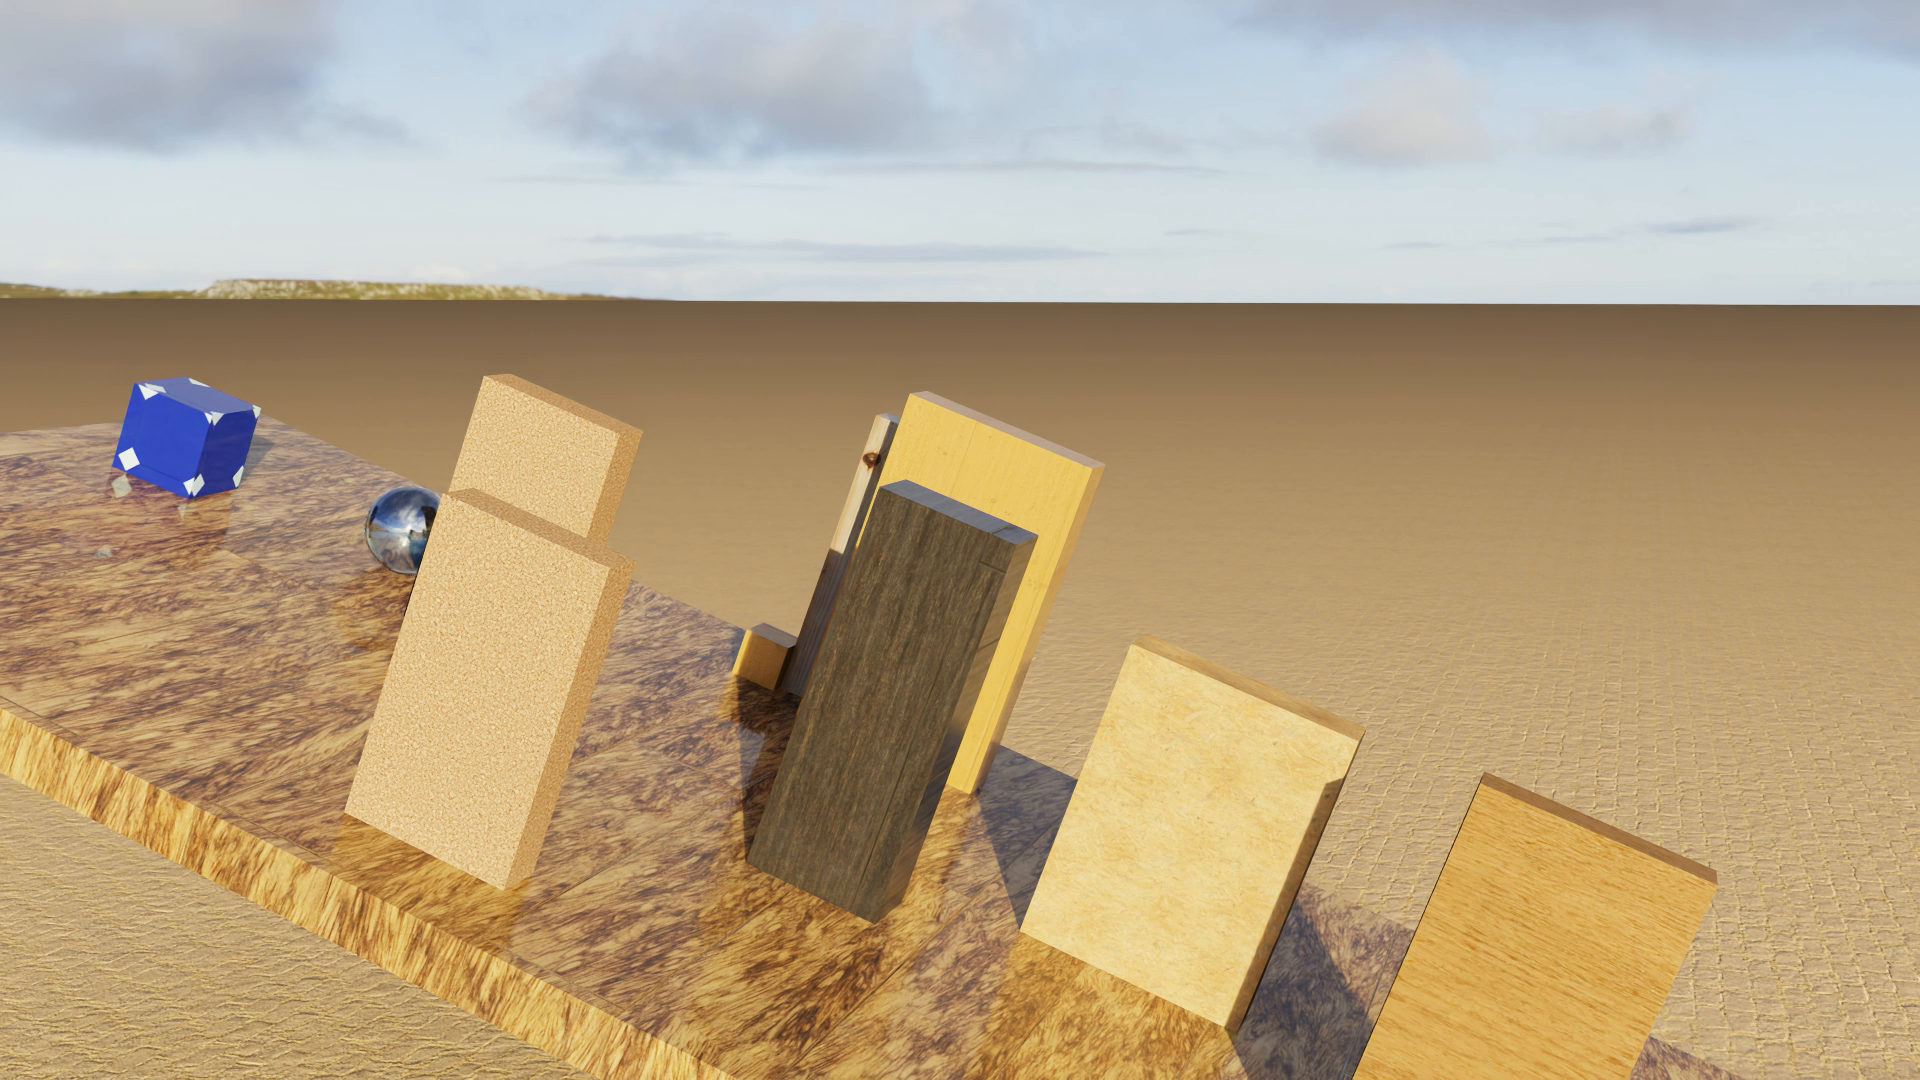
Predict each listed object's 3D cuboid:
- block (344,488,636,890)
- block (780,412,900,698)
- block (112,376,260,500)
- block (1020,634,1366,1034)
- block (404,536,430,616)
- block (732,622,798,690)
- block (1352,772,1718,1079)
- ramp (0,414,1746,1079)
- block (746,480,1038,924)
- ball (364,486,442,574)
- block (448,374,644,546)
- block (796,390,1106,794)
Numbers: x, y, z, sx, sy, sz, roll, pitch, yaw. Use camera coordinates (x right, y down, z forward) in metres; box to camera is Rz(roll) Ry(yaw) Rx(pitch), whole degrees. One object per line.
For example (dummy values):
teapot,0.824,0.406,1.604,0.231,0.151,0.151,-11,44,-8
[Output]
block,-0.753,0.236,3.510,0.304,0.560,0.096,23,13,13
block,-0.113,0.097,4.876,0.377,0.660,0.084,23,13,13
block,-1.705,-0.227,4.852,0.195,0.195,0.195,22,13,10
block,0.423,0.532,4.022,0.437,0.587,0.123,23,13,13
block,-1.001,0.118,4.515,0.179,0.179,0.179,9,16,-41
block,-0.432,0.262,4.961,0.105,0.105,0.105,23,13,13
block,0.837,0.761,3.379,0.366,0.721,0.086,23,13,13
ramp,-0.326,0.590,4.206,4.000,0.100,2.000,23,13,13
block,-0.123,0.285,3.894,0.262,0.730,0.146,23,13,13
ball,-1.196,-0.022,4.781,0.191,0.191,0.191,0,7,0
block,-0.915,-0.060,4.676,0.331,0.495,0.113,23,13,13
block,-0.025,0.111,4.735,0.425,0.754,0.119,23,13,13
